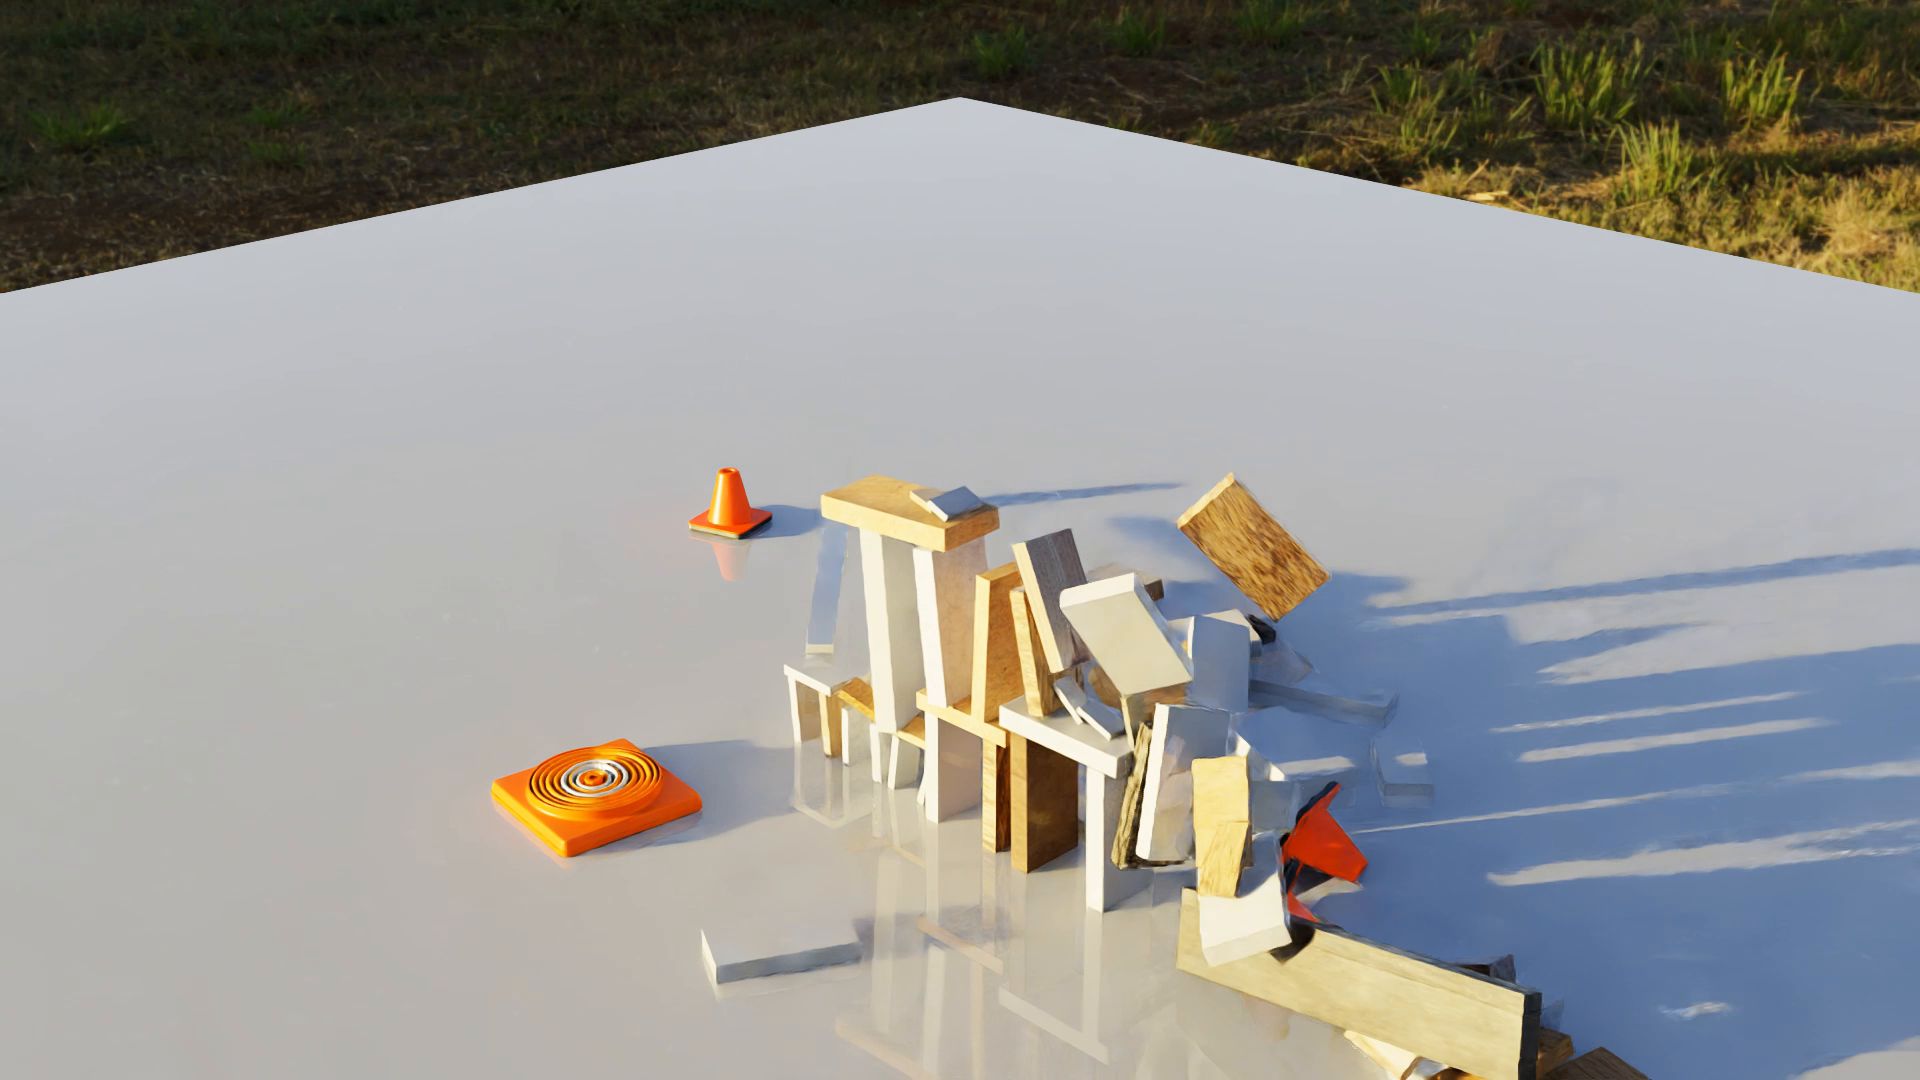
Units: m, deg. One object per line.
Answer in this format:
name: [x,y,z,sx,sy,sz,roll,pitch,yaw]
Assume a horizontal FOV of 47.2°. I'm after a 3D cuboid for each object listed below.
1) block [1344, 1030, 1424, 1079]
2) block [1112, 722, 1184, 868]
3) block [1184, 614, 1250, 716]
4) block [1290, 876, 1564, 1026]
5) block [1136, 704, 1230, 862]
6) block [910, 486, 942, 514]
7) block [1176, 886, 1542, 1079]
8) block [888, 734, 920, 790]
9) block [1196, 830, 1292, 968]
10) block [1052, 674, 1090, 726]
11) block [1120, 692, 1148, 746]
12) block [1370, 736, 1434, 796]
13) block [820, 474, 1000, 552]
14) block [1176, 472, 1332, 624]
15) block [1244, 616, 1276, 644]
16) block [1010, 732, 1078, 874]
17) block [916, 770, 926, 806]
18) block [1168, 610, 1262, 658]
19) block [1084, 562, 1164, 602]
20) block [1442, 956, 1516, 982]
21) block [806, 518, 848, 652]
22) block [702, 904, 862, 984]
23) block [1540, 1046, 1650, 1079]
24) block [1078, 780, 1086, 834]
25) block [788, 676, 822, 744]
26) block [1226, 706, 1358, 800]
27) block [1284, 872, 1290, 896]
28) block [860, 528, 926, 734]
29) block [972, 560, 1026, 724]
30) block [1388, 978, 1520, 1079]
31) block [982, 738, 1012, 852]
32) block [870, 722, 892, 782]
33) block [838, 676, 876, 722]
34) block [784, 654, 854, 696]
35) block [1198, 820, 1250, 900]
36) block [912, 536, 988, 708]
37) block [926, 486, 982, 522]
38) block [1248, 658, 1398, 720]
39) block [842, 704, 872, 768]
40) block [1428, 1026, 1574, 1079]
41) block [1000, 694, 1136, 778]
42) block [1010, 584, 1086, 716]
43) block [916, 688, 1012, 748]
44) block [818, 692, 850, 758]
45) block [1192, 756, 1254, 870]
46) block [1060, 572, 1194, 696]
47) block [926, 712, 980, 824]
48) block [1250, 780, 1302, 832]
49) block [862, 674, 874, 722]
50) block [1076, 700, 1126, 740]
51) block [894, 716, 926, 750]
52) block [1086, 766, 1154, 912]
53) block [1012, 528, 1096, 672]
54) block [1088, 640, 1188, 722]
block: [0.696,0.822,3.595,0.066,0.019,0.132,-51,41,-5]
block: [0.372,0.466,4.036,0.138,0.275,0.039,1,19,-29]
block: [0.572,0.286,4.876,0.133,0.038,0.266,14,45,-4]
block: [0.830,0.746,3.954,0.133,0.038,0.514,-18,29,-36]
block: [0.403,0.438,3.963,0.138,0.275,0.039,7,2,-30]
block: [-0.052,-0.077,4.276,0.052,0.015,0.103,-10,23,-23]
block: [0.633,0.723,3.623,0.041,0.145,0.779,2,3,-35]
block: [-0.113,0.449,4.536,0.064,0.129,0.018,-20,38,-39]
block: [0.487,0.614,3.785,0.145,0.041,0.290,-20,22,13]
block: [0.214,0.298,4.114,0.046,0.013,0.092,-22,70,-41]
block: [0.322,0.326,4.018,0.046,0.092,0.013,-20,14,-39]
block: [0.926,0.474,4.608,0.101,0.029,0.202,1,23,2]
block: [-0.099,-0.055,4.306,0.322,0.046,0.161,16,27,38]
block: [0.694,0.021,5.196,0.175,0.349,0.049,-42,20,15]
block: [0.631,0.227,5.190,0.202,0.029,0.101,-11,25,-23]
block: [0.164,0.483,4.248,0.146,0.293,0.041,-21,30,-41]
block: [-0.046,0.477,4.473,0.064,0.129,0.018,-21,49,-40]
block: [0.522,0.238,5.069,0.309,0.044,0.154,-9,27,-11]
block: [0.196,0.182,5.225,0.625,0.049,0.175,-19,25,-35]
block: [0.785,0.747,3.756,0.290,0.041,0.145,-11,-9,29]
block: [-0.310,0.078,5.225,0.061,0.017,0.994,2,18,-2]
block: [-0.325,0.731,3.990,0.265,0.038,0.133,-7,24,-16]
block: [1.004,0.907,3.577,0.238,0.034,0.119,-14,27,-29]
block: [0.268,0.552,4.426,0.095,0.027,0.357,-15,27,-31]
block: [-0.327,0.354,4.734,0.074,0.148,0.021,-21,25,-40]
block: [0.691,0.448,4.649,0.154,0.044,0.309,-9,25,-21]
block: [0.573,0.619,4.181,0.019,0.066,0.132,-36,49,-15]
block: [-0.129,0.154,4.452,0.046,0.447,0.161,6,22,25]
block: [0.083,0.193,4.210,0.122,0.303,0.035,-20,33,-39]
block: [0.816,0.812,3.604,0.238,0.034,0.119,-33,3,17]
block: [0.100,0.482,4.317,0.034,0.241,0.121,21,31,41]
block: [-0.160,0.430,4.576,0.019,0.132,0.066,8,24,24]
block: [-0.181,0.340,4.553,0.132,0.019,0.066,35,32,9]
block: [-0.298,0.287,4.674,0.074,0.021,0.149,-21,30,-40]
block: [0.455,0.550,3.784,0.066,0.019,0.132,1,61,26]
block: [-0.008,0.147,4.292,0.046,0.322,0.161,10,24,38]
block: [-0.010,-0.070,4.223,0.052,0.015,0.103,42,40,23]
block: [0.771,0.327,4.954,0.415,0.029,0.101,11,25,24]
block: [-0.216,0.407,4.632,0.066,0.132,0.019,-20,30,-38]
block: [0.879,0.867,3.600,0.238,0.034,0.119,-24,16,-32]
block: [0.231,0.353,4.124,0.292,0.041,0.146,21,31,40]
block: [0.166,0.195,4.128,0.035,0.245,0.122,5,20,45]
block: [0.042,0.332,4.317,0.241,0.034,0.121,21,31,40]
block: [-0.258,0.382,4.669,0.074,0.148,0.021,-21,25,-40]
block: [0.460,0.477,3.853,0.095,0.191,0.027,-6,-23,16]
block: [0.298,0.170,3.900,0.138,0.275,0.039,-15,46,23]
block: [-0.014,0.437,4.421,0.121,0.241,0.034,-21,31,-41]
block: [0.554,0.508,4.196,0.191,0.095,0.027,-5,-28,38]
block: [-0.196,0.365,4.792,0.025,0.087,0.174,-33,13,22]
block: [0.264,0.333,4.073,0.046,0.013,0.092,-17,43,-37]
block: [-0.071,0.395,4.468,0.064,0.018,0.129,-20,28,-39]
block: [0.302,0.537,4.121,0.146,0.292,0.041,-21,30,-40]
block: [0.187,0.111,4.075,0.122,0.245,0.035,-16,-1,-41]
block: [0.454,0.316,4.872,0.309,0.044,0.154,-14,53,-27]
